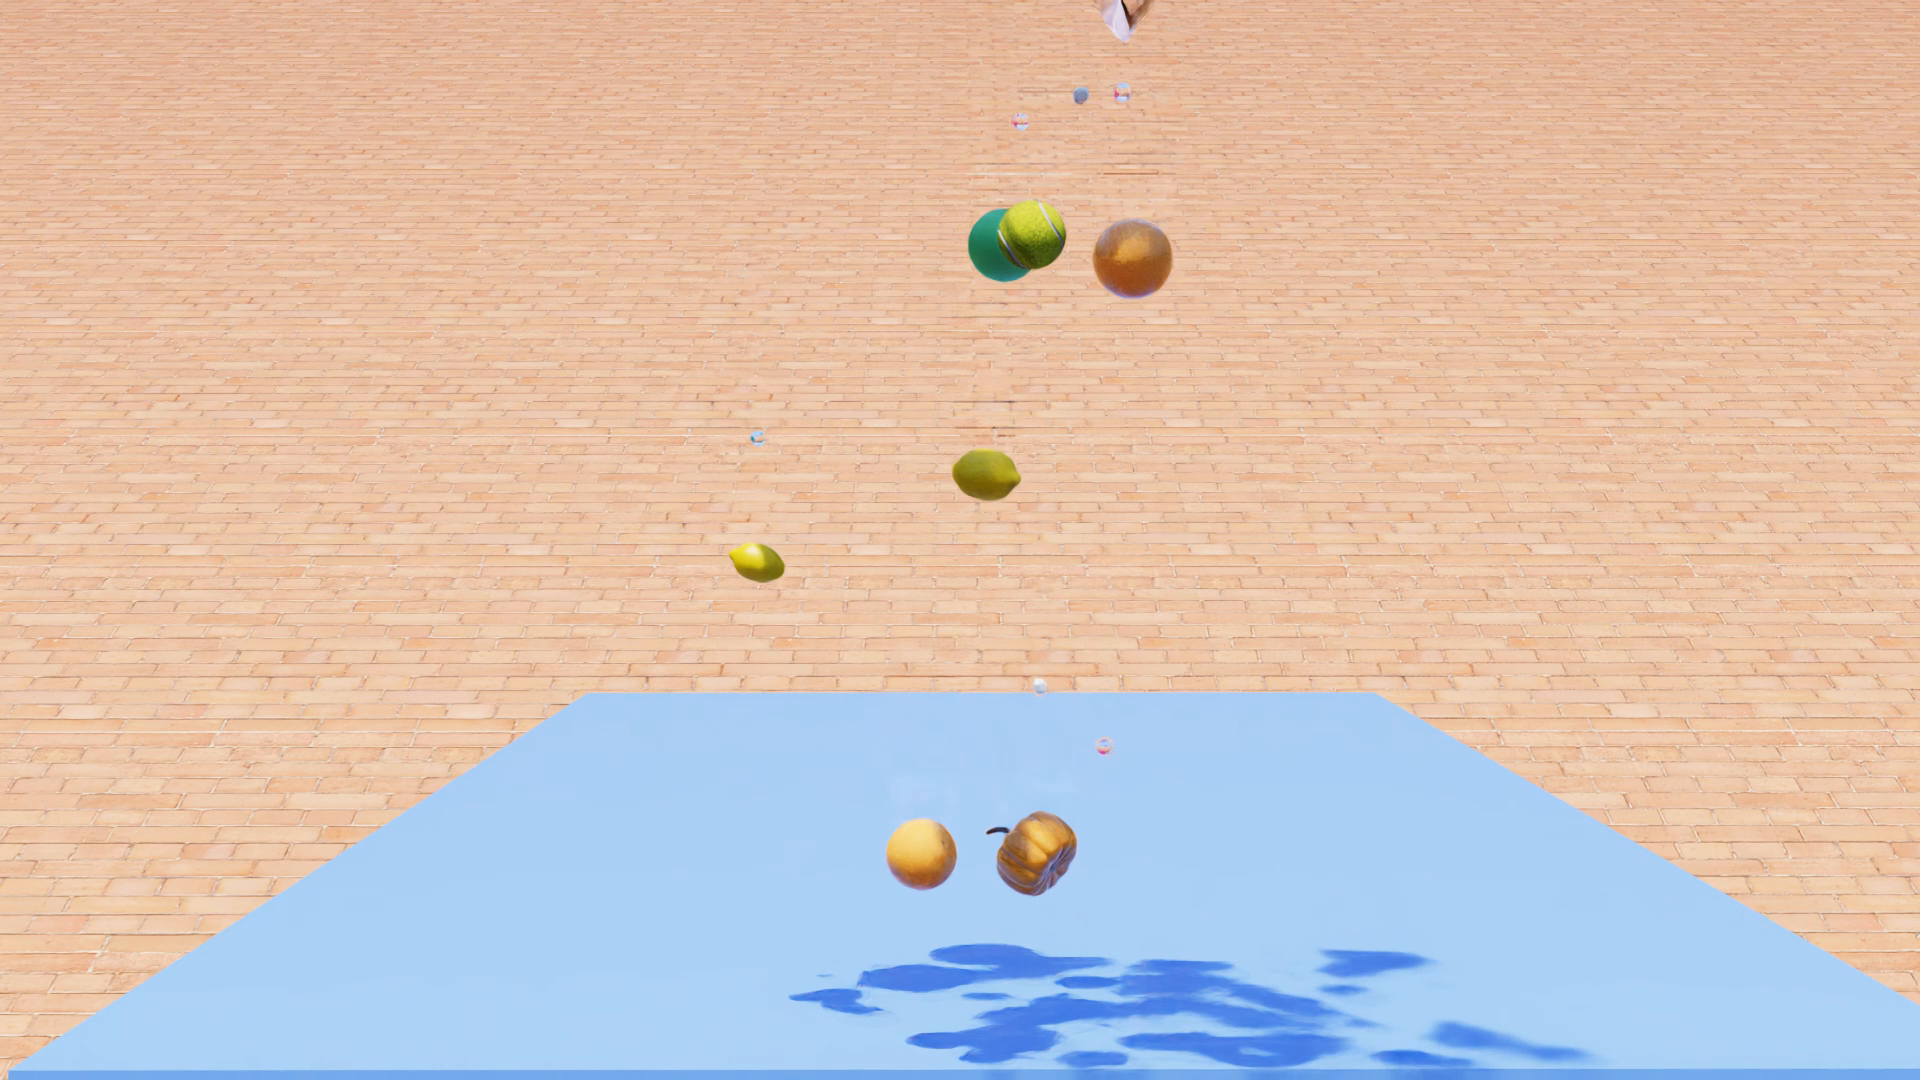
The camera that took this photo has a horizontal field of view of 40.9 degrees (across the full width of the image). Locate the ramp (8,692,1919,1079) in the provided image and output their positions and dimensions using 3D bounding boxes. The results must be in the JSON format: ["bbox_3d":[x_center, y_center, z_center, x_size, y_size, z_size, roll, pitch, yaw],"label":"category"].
[{"bbox_3d":[0.056,0.506,4.550,2.000,0.100,4.000,0,2,0],"label":"ramp"}]

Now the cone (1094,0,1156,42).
[{"bbox_3d":[0.187,-0.565,2.588,0.095,0.095,0.095,-29,30,-6],"label":"cone"}]

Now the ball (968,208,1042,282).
[{"bbox_3d":[0.047,-0.311,2.714,0.077,0.077,0.077,0,24,0],"label":"ball"}]
